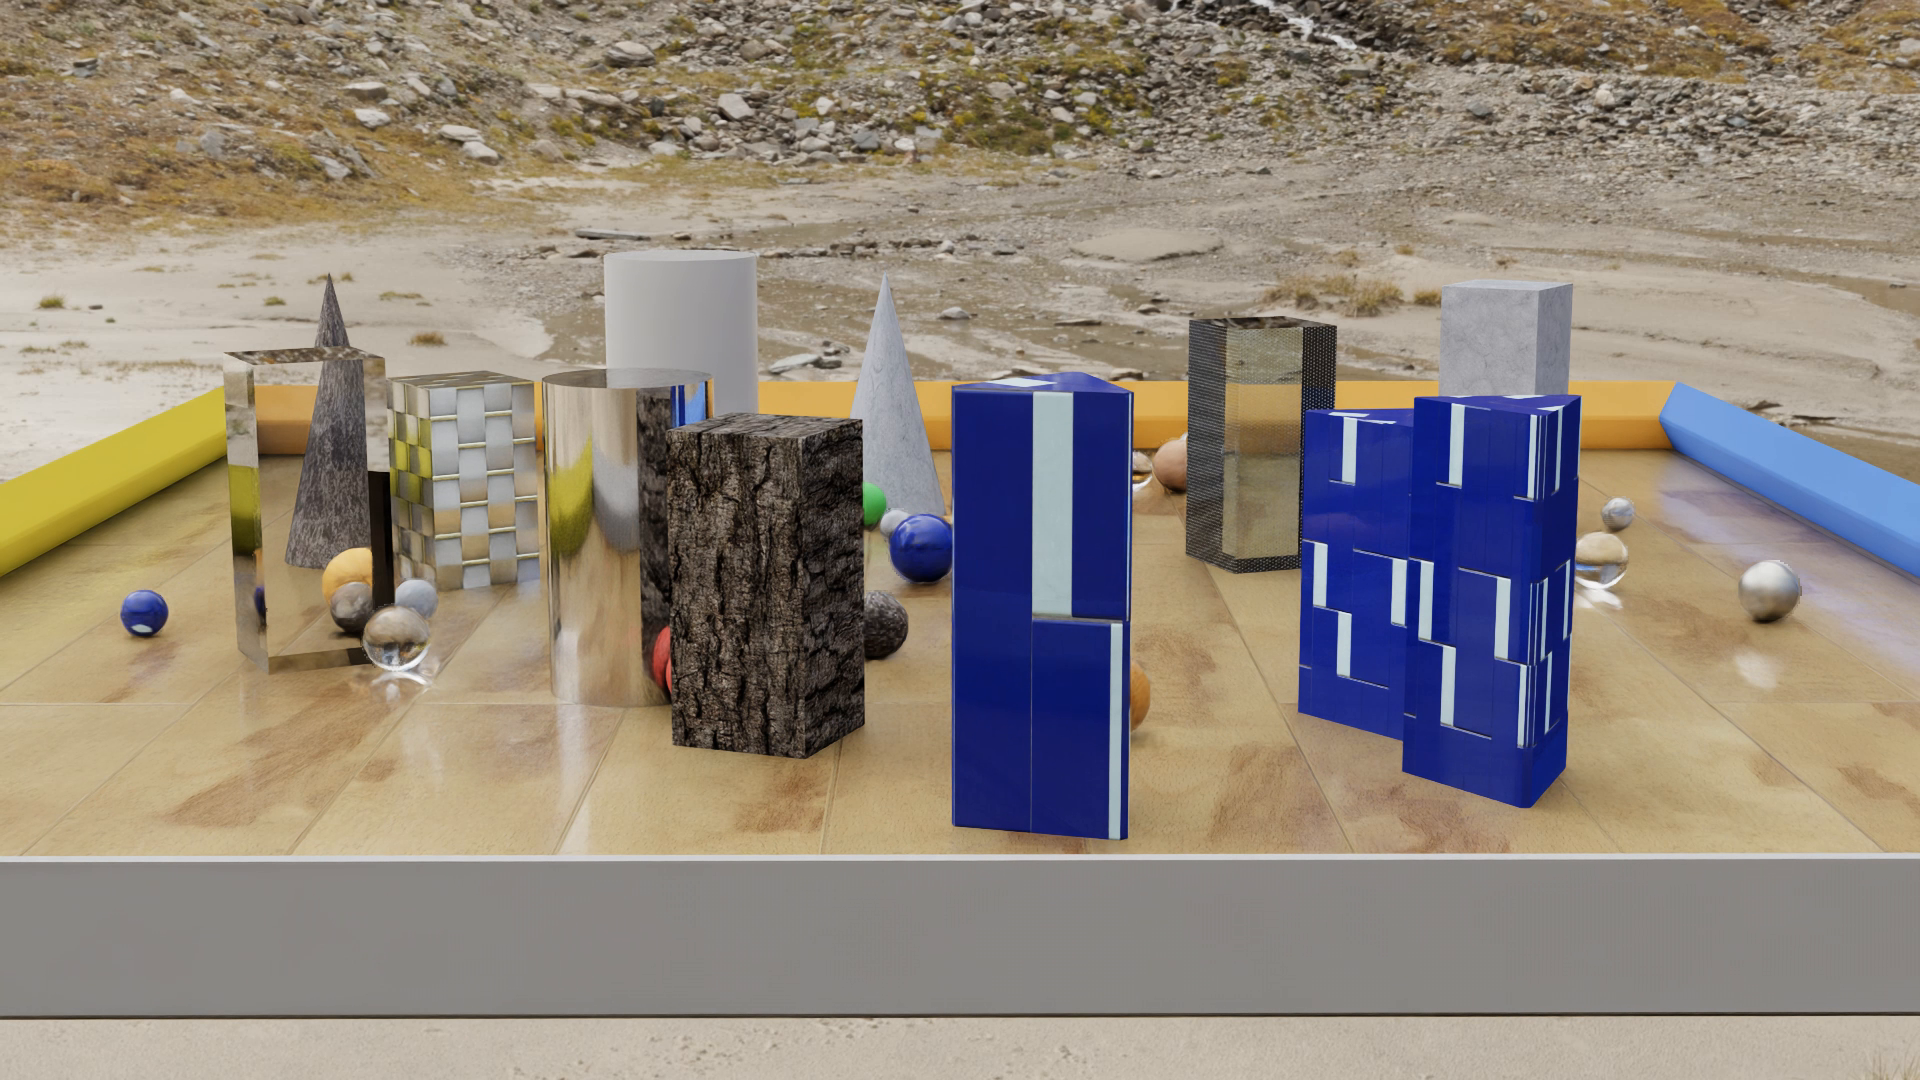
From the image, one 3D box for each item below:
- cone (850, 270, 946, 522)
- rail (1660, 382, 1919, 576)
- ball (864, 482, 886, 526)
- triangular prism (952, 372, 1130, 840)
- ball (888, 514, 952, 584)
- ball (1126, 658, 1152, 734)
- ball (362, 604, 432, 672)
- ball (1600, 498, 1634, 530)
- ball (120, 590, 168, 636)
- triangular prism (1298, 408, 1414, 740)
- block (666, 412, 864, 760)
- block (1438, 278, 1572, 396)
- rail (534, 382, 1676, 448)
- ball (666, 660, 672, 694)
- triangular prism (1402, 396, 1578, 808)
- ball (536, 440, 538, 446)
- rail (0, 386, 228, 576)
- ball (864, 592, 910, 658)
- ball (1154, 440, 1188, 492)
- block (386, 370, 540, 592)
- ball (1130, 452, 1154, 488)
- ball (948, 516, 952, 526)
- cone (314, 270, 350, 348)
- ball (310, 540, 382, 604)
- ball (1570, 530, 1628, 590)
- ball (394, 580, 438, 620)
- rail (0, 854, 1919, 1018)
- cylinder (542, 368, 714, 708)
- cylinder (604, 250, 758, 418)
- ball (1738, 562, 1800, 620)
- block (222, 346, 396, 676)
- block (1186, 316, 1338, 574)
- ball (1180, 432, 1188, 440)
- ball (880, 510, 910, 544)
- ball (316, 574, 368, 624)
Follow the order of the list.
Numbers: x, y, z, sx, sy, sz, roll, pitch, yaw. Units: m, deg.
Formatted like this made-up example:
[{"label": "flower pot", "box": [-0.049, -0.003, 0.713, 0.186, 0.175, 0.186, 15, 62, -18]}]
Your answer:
[{"label": "cone", "box": [-0.122, -0.243, 4.203, 0.198, 0.400, 0.198, 0, 10, 0]}, {"label": "rail", "box": [1.361, 0.032, 3.456, 0.045, 0.129, 2.998, 0, 10, 0]}, {"label": "ball", "box": [-0.153, -0.057, 4.103, 0.070, 0.070, 0.070, 0, 10, 0]}, {"label": "triangular prism", "box": [0.095, 0.057, 2.500, 0.172, 0.428, 0.149, 3, 11, 16]}, {"label": "ball", "box": [-0.052, 0.012, 3.651, 0.099, 0.099, 0.099, 0, 10, 0]}, {"label": "ball", "box": [0.163, 0.171, 2.809, 0.093, 0.093, 0.093, 0, 10, 0]}, {"label": "ball", "box": [-0.684, 0.119, 3.119, 0.081, 0.081, 0.081, 0, 10, 0]}, {"label": "ball", "box": [1.043, -0.041, 4.067, 0.052, 0.052, 0.052, 0, 10, 0]}, {"label": "ball", "box": [-1.054, 0.094, 3.313, 0.061, 0.061, 0.061, 0, 10, 0]}, {"label": "triangular prism", "box": [0.498, 0.029, 2.878, 0.149, 0.346, 0.172, -8, 13, -36]}, {"label": "block", "box": [-0.209, 0.045, 2.797, 0.159, 0.344, 0.159, 4, 11, 21]}, {"label": "block", "box": [0.871, -0.218, 4.113, 0.159, 0.383, 0.159, 7, 12, 32]}, {"label": "rail", "box": [-0.008, -0.235, 4.899, 2.770, 0.129, 0.045, 0, 10, 0]}, {"label": "ball", "box": [-0.295, 0.153, 2.932, 0.083, 0.083, 0.083, 0, 10, 0]}, {"label": "triangular prism", "box": [0.573, 0.053, 2.623, 0.149, 0.393, 0.172, -7, 13, -35]}, {"label": "ball", "box": [-0.820, -0.178, 4.718, 0.084, 0.084, 0.084, 0, 10, 0]}, {"label": "rail", "box": [-1.361, 0.035, 3.441, 0.045, 0.129, 2.998, 0, 10, 0]}, {"label": "ball", "box": [-0.104, 0.105, 3.196, 0.081, 0.081, 0.081, 0, 10, 0]}, {"label": "ball", "box": [0.380, -0.129, 4.434, 0.091, 0.091, 0.091, 0, 10, 0]}, {"label": "block", "box": [-0.713, -0.088, 3.676, 0.159, 0.286, 0.159, -7, 13, -35]}, {"label": "ball", "box": [0.305, -0.122, 4.470, 0.064, 0.064, 0.064, 0, 10, 0]}, {"label": "ball", "box": [0.003, -0.022, 3.976, 0.046, 0.046, 0.046, 0, 10, 0]}, {"label": "cone", "box": [-0.941, -0.193, 3.864, 0.198, 0.425, 0.198, 0, 10, 0]}, {"label": "ball", "box": [-0.828, 0.049, 3.461, 0.096, 0.096, 0.096, 0, 10, 0]}, {"label": "ball", "box": [0.897, 0.028, 3.608, 0.082, 0.082, 0.082, 0, 10, 0]}, {"label": "ball", "box": [-0.720, 0.081, 3.393, 0.058, 0.058, 0.058, 0, 10, 0]}, {"label": "rail", "box": [0.008, 0.302, 1.998, 2.770, 0.129, 0.045, 0, 10, 0]}, {"label": "cylinder", "box": [-0.385, -0.007, 3.011, 0.198, 0.369, 0.198, 0, 10, 0]}, {"label": "cylinder", "box": [-0.364, -0.133, 3.379, 0.198, 0.483, 0.198, 0, 10, 0]}, {"label": "ball", "box": [1.073, 0.068, 3.405, 0.079, 0.079, 0.079, 0, 10, 0]}, {"label": "block", "box": [-0.805, -0.041, 3.176, 0.159, 0.376, 0.159, -6, 12, -28]}, {"label": "block", "box": [0.443, -0.144, 3.790, 0.159, 0.355, 0.159, -4, 11, -22]}, {"label": "ball", "box": [0.430, -0.160, 4.627, 0.082, 0.082, 0.082, 0, 10, 0]}, {"label": "ball", "box": [-0.096, -0.019, 3.938, 0.055, 0.055, 0.055, 0, 10, 0]}, {"label": "ball", "box": [-0.815, 0.078, 3.386, 0.066, 0.066, 0.066, 0, 10, 0]}]
